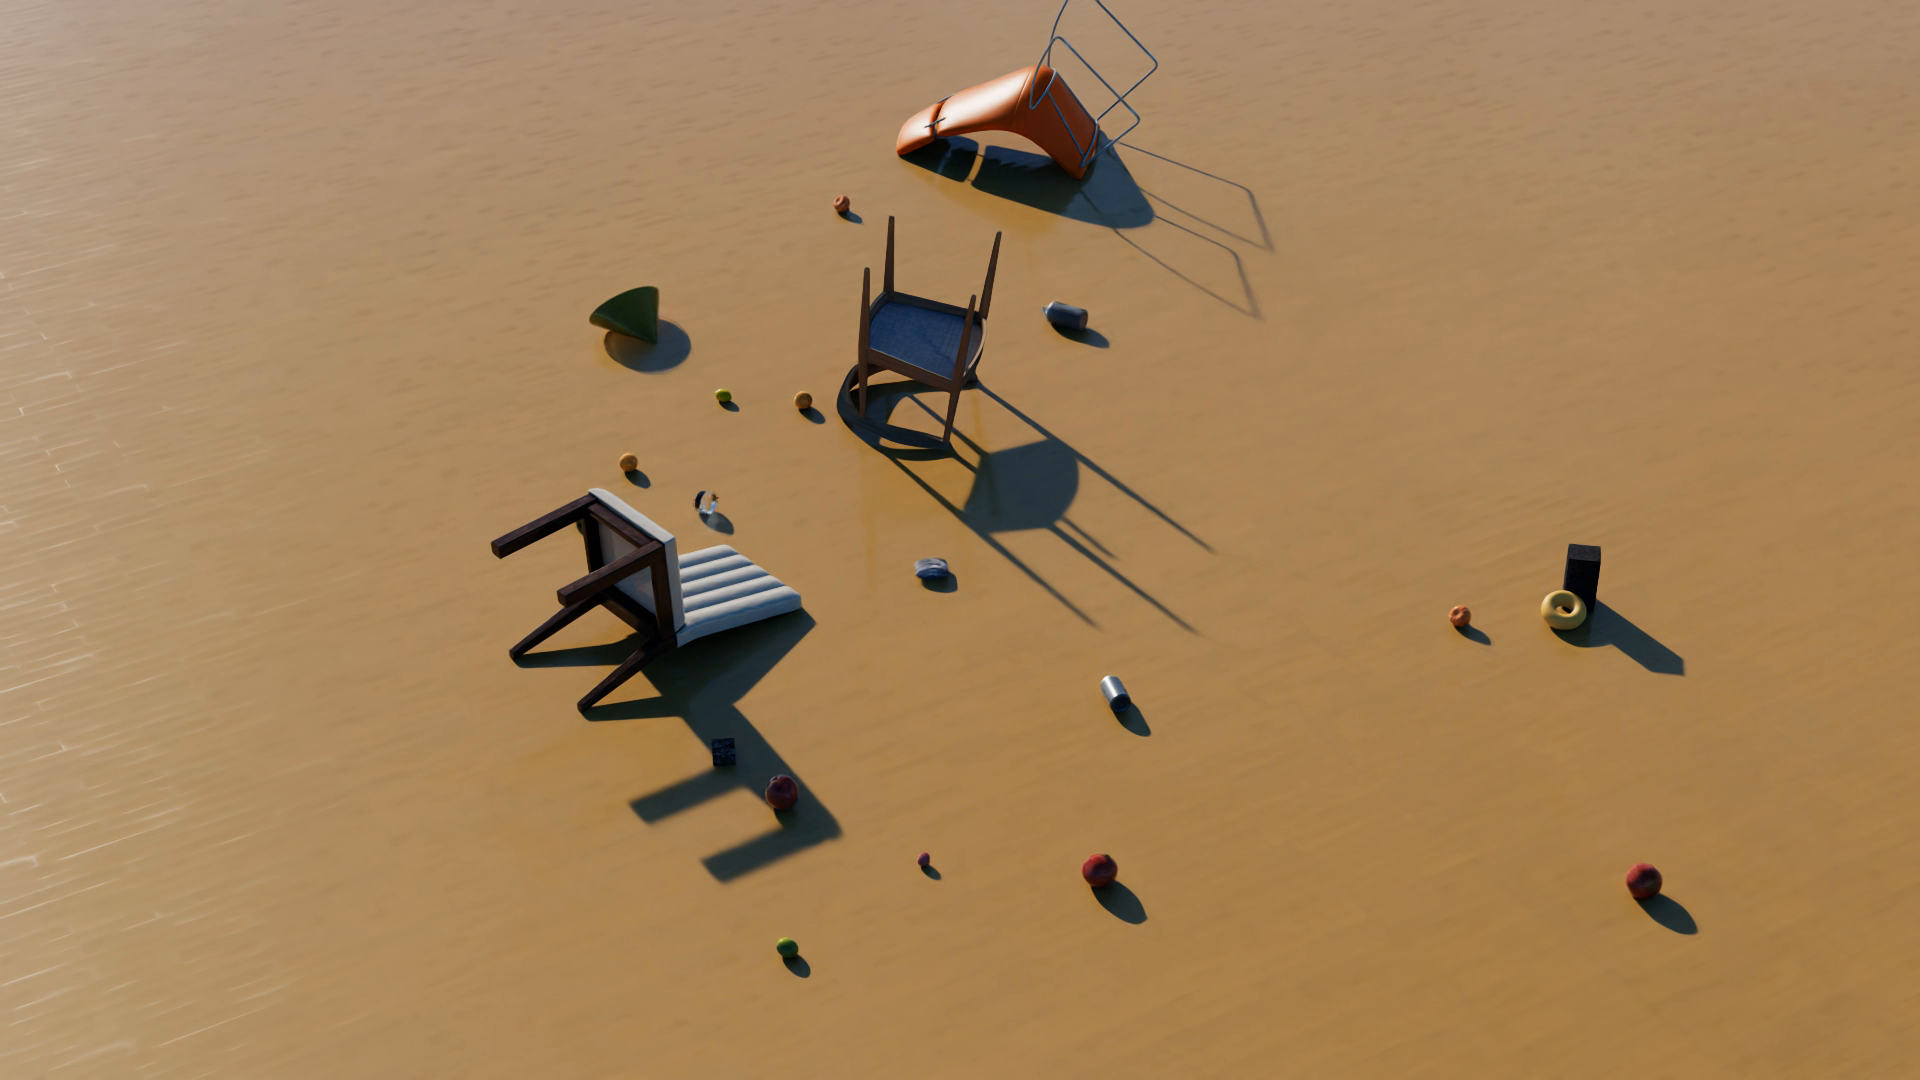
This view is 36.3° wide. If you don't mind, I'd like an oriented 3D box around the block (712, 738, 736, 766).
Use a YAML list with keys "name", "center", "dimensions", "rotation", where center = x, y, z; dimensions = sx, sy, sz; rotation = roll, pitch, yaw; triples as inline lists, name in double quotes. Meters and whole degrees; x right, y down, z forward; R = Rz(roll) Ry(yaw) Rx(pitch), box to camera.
- name: "block"
  center: [-0.792, 0.710, 9.824]
  dimensions: [0.076, 0.047, 0.086]
  rotation: [-3, 34, -5]

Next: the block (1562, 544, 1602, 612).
- name: "block"
  center: [2.234, 0.136, 10.541]
  dimensions: [0.113, 0.218, 0.100]
  rotation: [5, 34, 8]

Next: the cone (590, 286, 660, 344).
- name: "cone"
  center: [-1.331, -0.895, 12.219]
  dimensions: [0.359, 0.197, 0.237]
  rotation: [-24, 63, -35]

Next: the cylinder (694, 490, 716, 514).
- name: "cylinder"
  center: [-0.961, -0.142, 11.087]
  dimensions: [0.050, 0.080, 0.079]
  rotation: [15, 16, 22]

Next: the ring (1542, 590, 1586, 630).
- name: "ring"
  center: [2.158, 0.252, 10.478]
  dimensions: [0.162, 0.063, 0.160]
  rotation: [-15, 54, -12]
